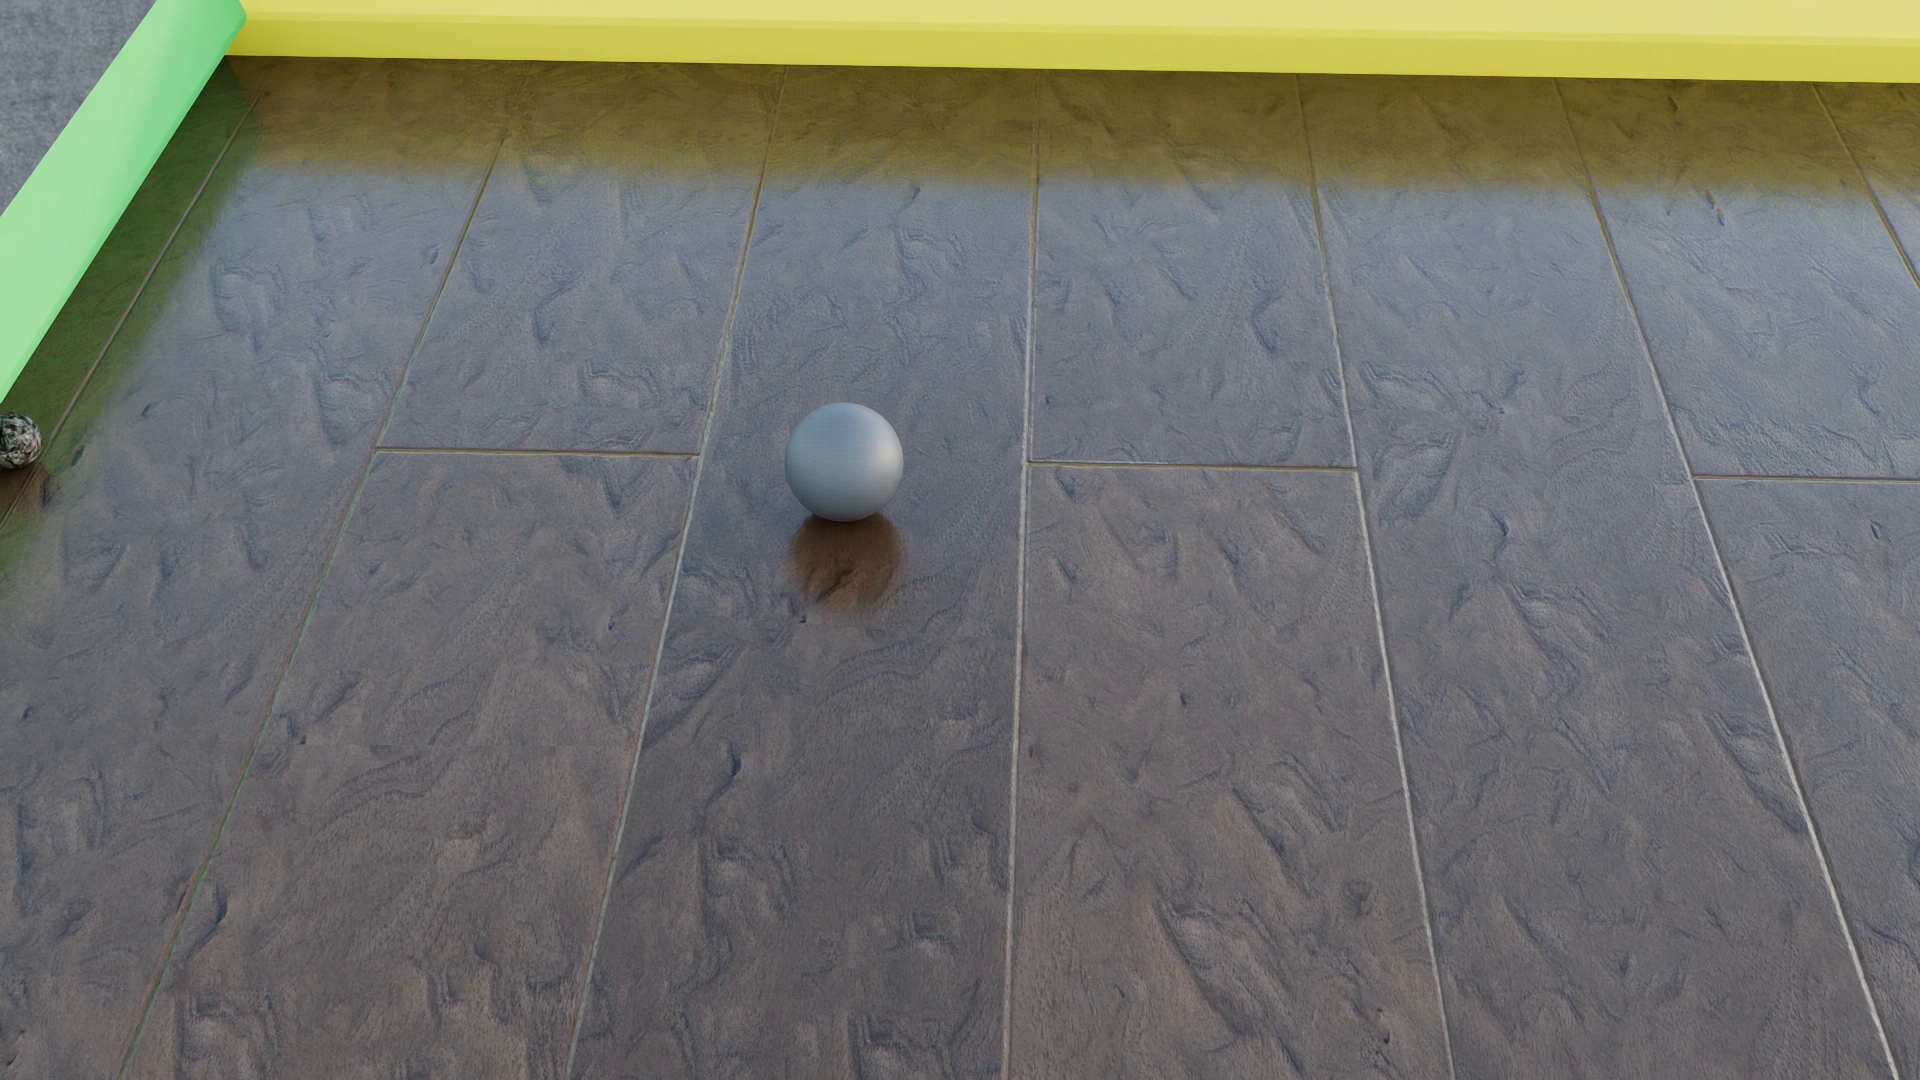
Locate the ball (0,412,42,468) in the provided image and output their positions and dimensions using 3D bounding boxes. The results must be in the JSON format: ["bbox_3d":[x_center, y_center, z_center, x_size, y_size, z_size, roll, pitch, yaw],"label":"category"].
[{"bbox_3d":[-0.715,-0.075,1.935,0.043,0.043,0.043,0,35,0],"label":"ball"}]

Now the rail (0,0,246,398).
[{"bbox_3d":[-0.741,-0.040,1.816,0.045,0.122,1.701,1,35,2],"label":"rail"}]

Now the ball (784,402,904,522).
[{"bbox_3d":[-0.085,-0.057,1.870,0.087,0.087,0.087,0,35,0],"label":"ball"}]

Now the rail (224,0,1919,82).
[{"bbox_3d":[0.796,-0.485,2.442,3.060,0.122,0.045,1,35,2],"label":"rail"}]
